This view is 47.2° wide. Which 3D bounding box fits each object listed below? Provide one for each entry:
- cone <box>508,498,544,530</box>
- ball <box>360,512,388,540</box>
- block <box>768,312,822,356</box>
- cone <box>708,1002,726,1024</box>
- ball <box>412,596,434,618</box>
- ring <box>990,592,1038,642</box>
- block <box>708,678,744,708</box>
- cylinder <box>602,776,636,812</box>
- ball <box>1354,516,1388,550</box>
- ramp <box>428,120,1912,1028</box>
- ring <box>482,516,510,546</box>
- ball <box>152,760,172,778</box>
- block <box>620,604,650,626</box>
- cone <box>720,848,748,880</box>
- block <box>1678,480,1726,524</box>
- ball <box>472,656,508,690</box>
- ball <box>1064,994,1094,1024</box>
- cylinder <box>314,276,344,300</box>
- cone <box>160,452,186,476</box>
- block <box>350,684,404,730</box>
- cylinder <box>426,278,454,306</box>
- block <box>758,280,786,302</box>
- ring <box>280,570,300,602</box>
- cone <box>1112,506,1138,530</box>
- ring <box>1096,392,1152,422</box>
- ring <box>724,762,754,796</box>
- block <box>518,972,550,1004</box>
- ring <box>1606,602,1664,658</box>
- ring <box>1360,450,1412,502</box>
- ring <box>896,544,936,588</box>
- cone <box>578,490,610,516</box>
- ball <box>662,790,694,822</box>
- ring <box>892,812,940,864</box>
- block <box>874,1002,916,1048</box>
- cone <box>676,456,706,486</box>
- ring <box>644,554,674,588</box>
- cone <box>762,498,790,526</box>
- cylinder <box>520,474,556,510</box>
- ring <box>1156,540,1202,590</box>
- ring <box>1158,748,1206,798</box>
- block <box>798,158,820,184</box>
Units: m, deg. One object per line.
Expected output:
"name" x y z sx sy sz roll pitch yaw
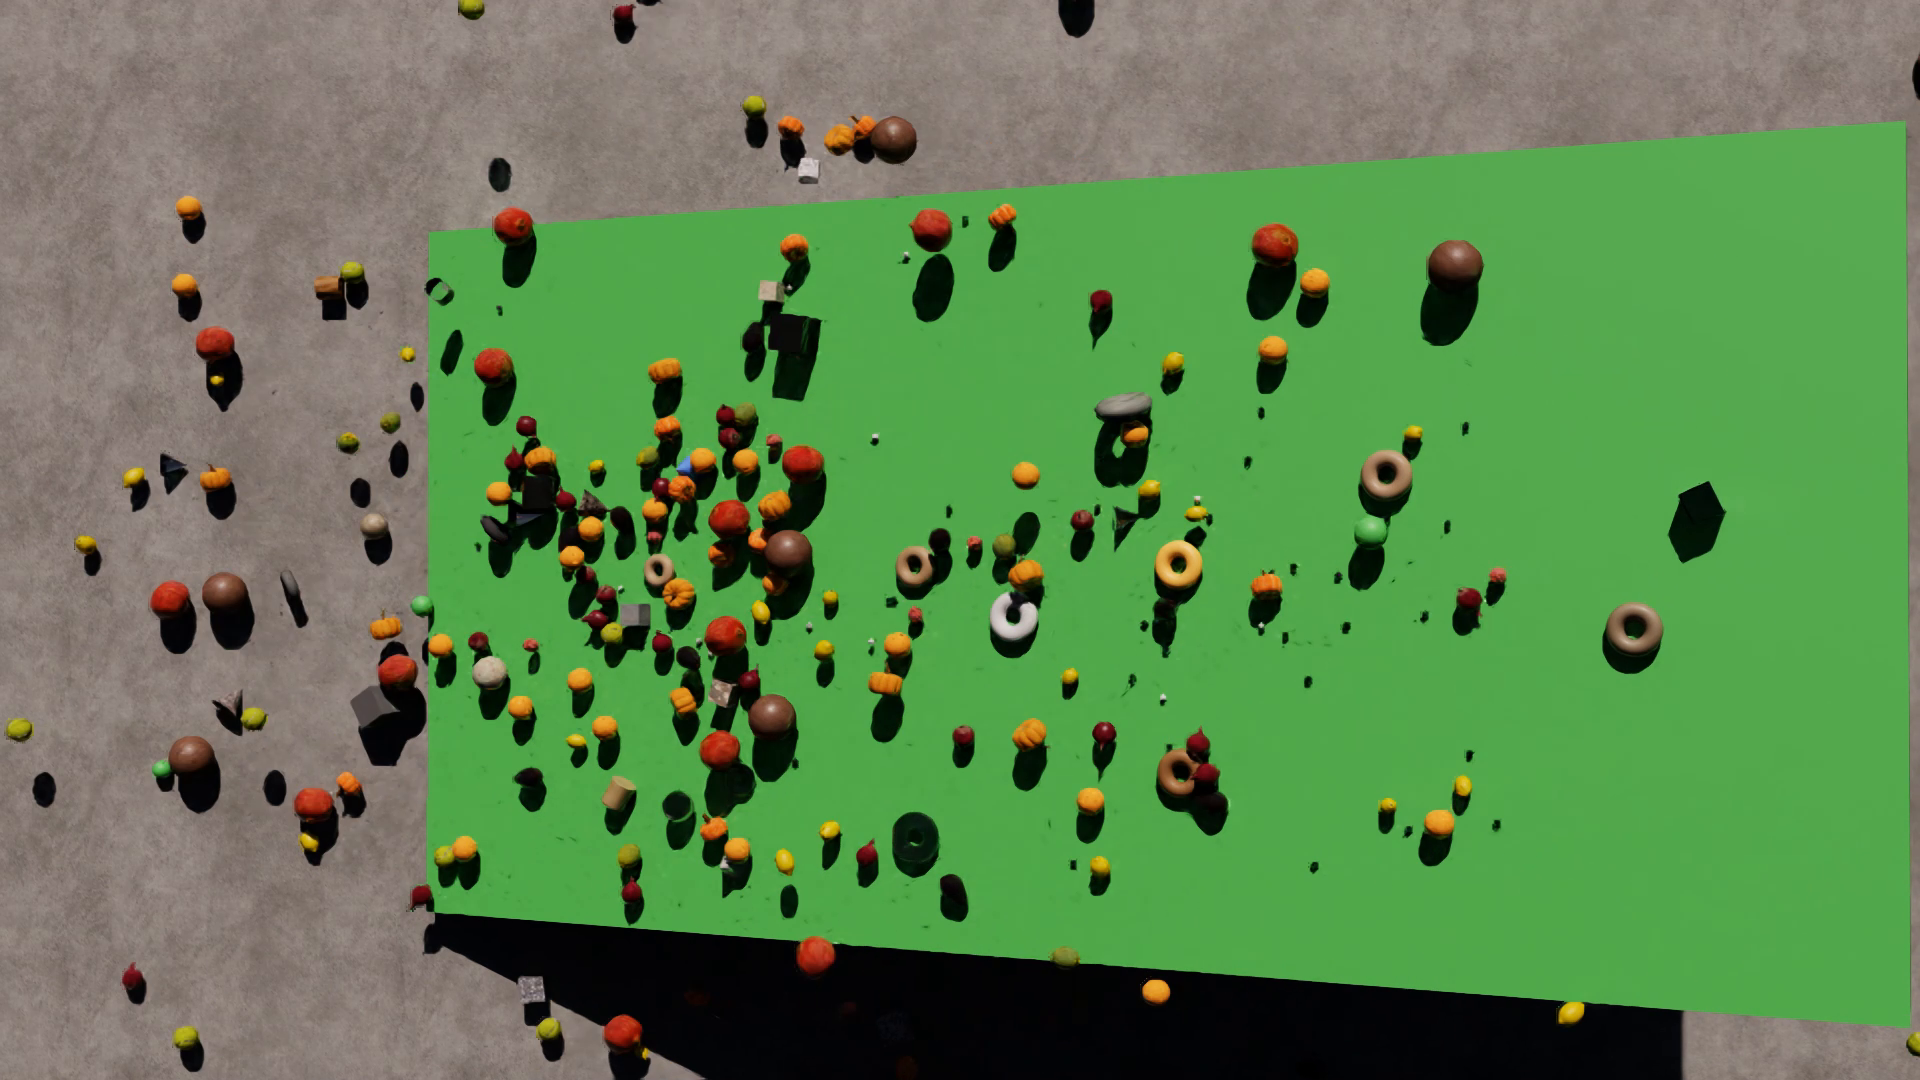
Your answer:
"cone" -1.242 -0.073 6.306 0.094 0.094 0.094 2 89 -3
"ball" -1.736 -0.040 6.517 0.082 0.082 0.082 0 89 0
"block" -0.446 -0.554 5.927 0.099 0.099 0.099 9 93 24
"cone" -0.712 1.400 6.535 0.055 0.055 0.055 16 63 0
"ball" -1.575 0.194 6.439 0.063 0.063 0.063 0 89 0
"ring" 0.139 0.199 5.689 0.134 0.045 0.134 -2 85 26
"block" -0.642 0.418 6.023 0.063 0.063 0.063 20 97 23
"cylinder" -0.955 0.710 6.153 0.072 0.072 0.072 30 102 0
"ball" 0.985 -0.016 5.273 0.082 0.082 0.082 0 89 0
"ramp" 0.283 0.083 5.705 4.000 0.100 2.000 0 89 24
"ring" -1.333 -0.028 6.308 0.035 0.104 0.104 -39 89 2
"ball" -2.369 0.682 6.529 0.054 0.054 0.054 0 89 0
"block" -0.906 0.208 6.144 0.060 0.060 0.060 0 89 24
"cone" -0.636 0.890 6.003 0.084 0.084 0.084 0 89 24
"block" 1.684 -0.084 4.990 0.073 0.073 0.073 -27 79 21
"ball" -1.350 0.384 6.317 0.100 0.100 0.100 0 89 0
"ball" 0.352 1.386 6.503 0.088 0.088 0.088 0 89 0
"cylinder" -1.873 -0.749 6.537 0.070 0.070 0.070 -3 89 0
"cone" -2.336 -0.225 6.539 0.072 0.072 0.072 2 89 -14
"block" -1.719 0.490 6.486 0.094 0.094 0.094 -34 76 26
"cylinder" -1.491 -0.713 6.304 0.059 0.059 0.059 -8 66 18
"block" -0.511 -0.676 5.983 0.052 0.052 0.052 6 92 24
"ring" -1.983 0.138 6.513 0.035 0.104 0.104 -23 89 -22
"cone" 0.424 -0.059 5.573 0.066 0.066 0.066 -5 89 -5
"ring" 0.412 -0.334 5.520 0.147 0.147 0.049 -12 103 0
"ring" -0.603 0.655 6.021 0.092 0.031 0.092 0 91 24
"block" -1.261 1.326 6.511 0.073 0.073 0.073 -6 89 0
"ring" 1.552 0.206 5.062 0.130 0.043 0.130 -1 88 25
"ring" 1.028 -0.155 5.299 0.128 0.043 0.128 -1 88 24
"ring" -0.118 0.070 5.808 0.115 0.038 0.115 0 89 25
"cone" -1.027 -0.094 6.214 0.084 0.084 0.084 16 89 -3
"ball" -0.776 0.734 6.059 0.088 0.088 0.088 0 89 0
"ring" -0.118 0.784 5.795 0.137 0.046 0.137 0 89 25
"block" -0.191 1.432 6.499 0.094 0.094 0.094 -17 89 0
"cone" -0.761 -0.193 6.069 0.088 0.088 0.088 0 89 24
"ring" -0.839 0.086 6.131 0.098 0.033 0.098 -1 88 25
"cone" -0.494 -0.071 5.979 0.074 0.074 0.074 9 89 -3
"cylinder" -1.201 -0.135 6.260 0.094 0.094 0.094 -4 87 0
"ring" 0.548 0.064 5.510 0.126 0.042 0.126 -1 88 25
"ring" 0.554 0.584 5.502 0.127 0.042 0.127 0 90 23
"block" -0.431 -1.054 6.290 0.055 0.055 0.055 4 76 1
